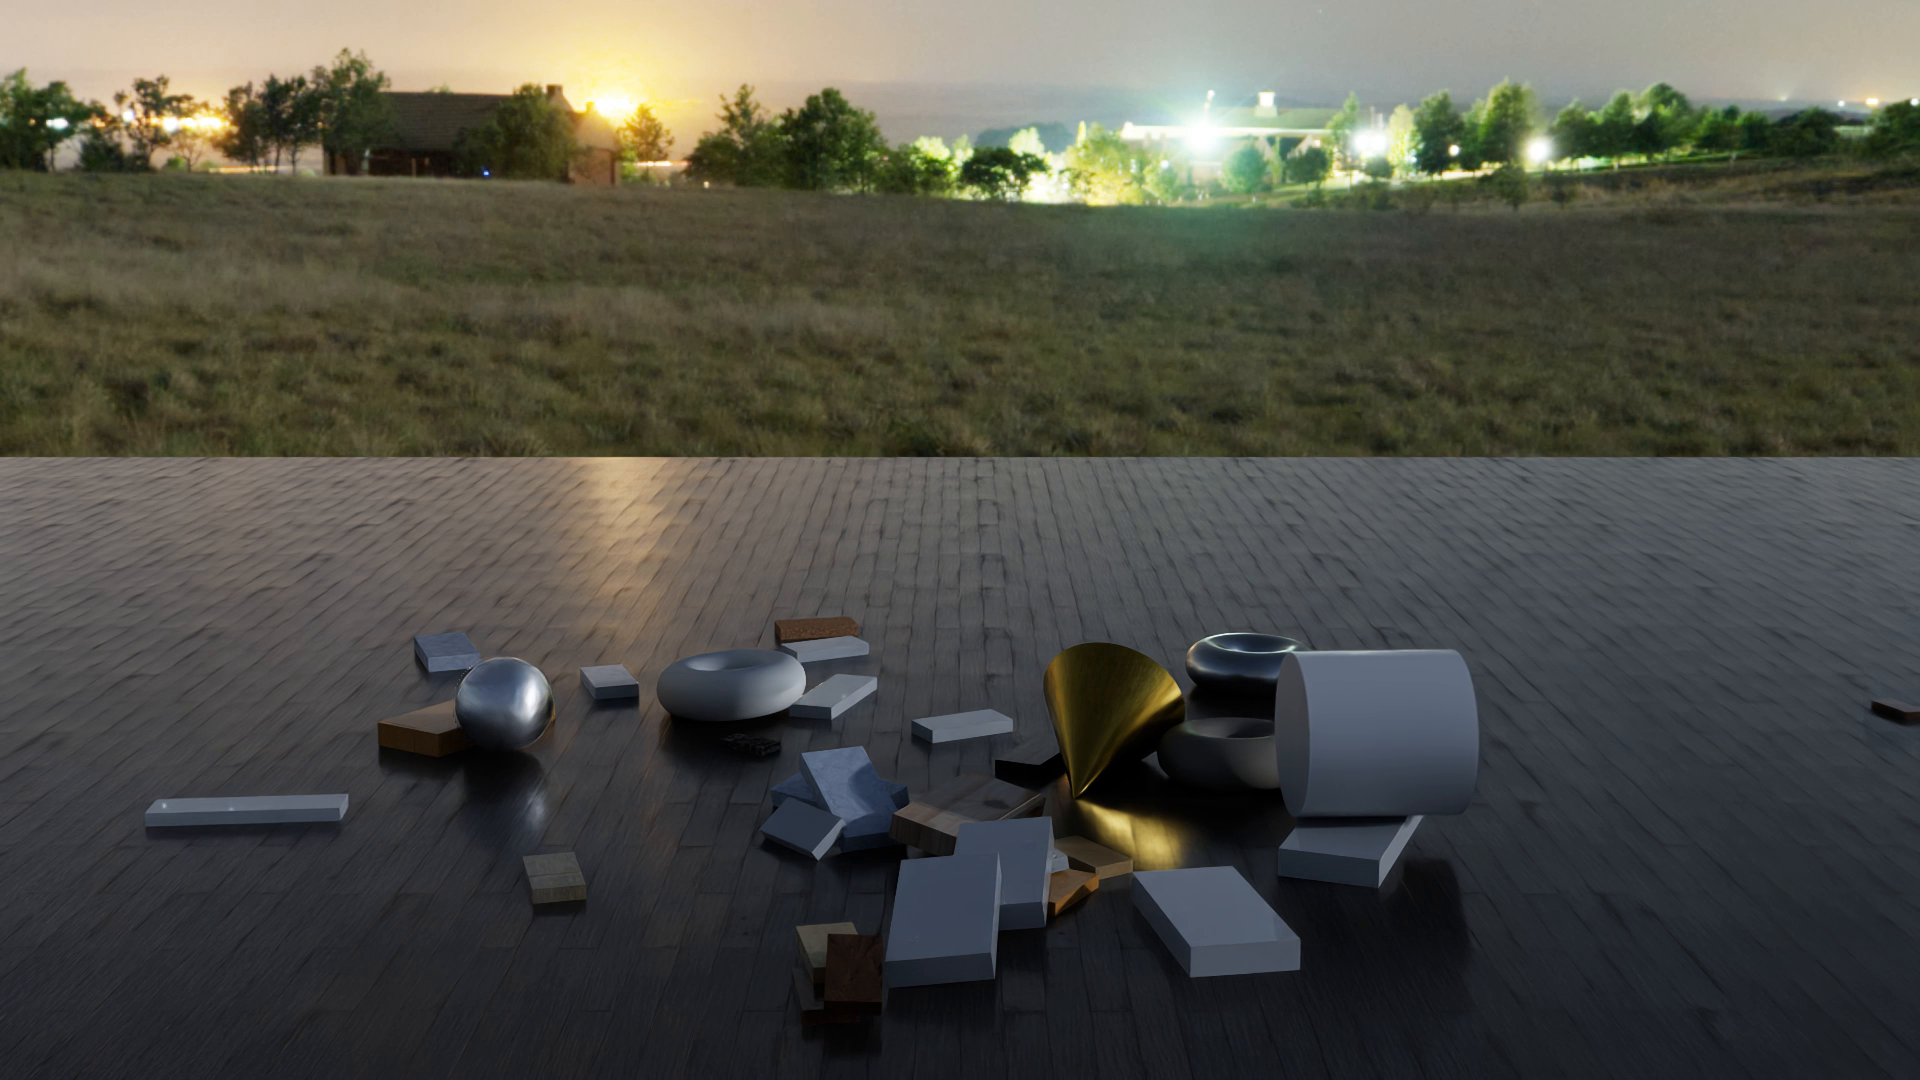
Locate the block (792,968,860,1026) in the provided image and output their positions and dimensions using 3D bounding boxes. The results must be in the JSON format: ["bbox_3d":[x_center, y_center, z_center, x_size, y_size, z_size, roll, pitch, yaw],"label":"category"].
[{"bbox_3d":[-0.197,0.663,3.210,0.082,0.023,0.164,-2,11,-9],"label":"block"}]

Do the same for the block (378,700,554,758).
[{"bbox_3d":[-1.041,0.383,4.652,0.172,0.049,0.345,7,12,31],"label":"block"}]

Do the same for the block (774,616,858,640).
[{"bbox_3d":[-0.365,0.223,5.571,0.196,0.028,0.098,-3,11,-14],"label":"block"}]

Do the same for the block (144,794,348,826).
[{"bbox_3d":[-1.321,0.501,4.080,0.349,0.025,0.088,-1,11,-6],"label":"block"}]

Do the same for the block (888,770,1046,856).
[{"bbox_3d":[0.017,0.497,3.955,0.158,0.045,0.316,17,16,23],"label":"block"}]

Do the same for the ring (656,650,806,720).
[{"bbox_3d":[-0.501,0.317,4.822,0.328,0.109,0.328,-4,9,1],"label":"ring"}]

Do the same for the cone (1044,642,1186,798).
[{"bbox_3d":[0.262,0.407,4.295,0.294,0.294,0.294,4,38,20],"label":"cone"}]

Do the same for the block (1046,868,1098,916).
[{"bbox_3d":[0.159,0.582,3.649,0.080,0.023,0.160,6,12,29],"label":"block"}]

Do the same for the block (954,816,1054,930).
[{"bbox_3d":[0.067,0.548,3.616,0.158,0.045,0.316,-5,17,7],"label":"block"}]

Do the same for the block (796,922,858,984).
[{"bbox_3d":[-0.191,0.620,3.310,0.088,0.025,0.176,-2,11,-12],"label":"block"}]

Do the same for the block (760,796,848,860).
[{"bbox_3d":[-0.279,0.512,3.907,0.164,0.023,0.082,13,53,50],"label":"block"}]

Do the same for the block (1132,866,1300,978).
[{"bbox_3d":[0.399,0.600,3.482,0.172,0.049,0.345,-2,11,-10],"label":"block"}]

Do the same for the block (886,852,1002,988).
[{"bbox_3d":[-0.022,0.583,3.398,0.158,0.045,0.316,-6,19,5],"label":"block"}]

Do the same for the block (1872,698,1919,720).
[{"bbox_3d":[2.056,0.369,4.814,0.054,0.015,0.109,-3,11,-17],"label":"block"}]

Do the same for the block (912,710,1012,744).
[{"bbox_3d":[0.005,0.393,4.654,0.192,0.027,0.096,-6,12,-28],"label":"block"}]

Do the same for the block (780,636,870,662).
[{"bbox_3d":[-0.328,0.265,5.344,0.192,0.027,0.096,-6,12,-28],"label":"block"}]

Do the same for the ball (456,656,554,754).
[{"bbox_3d":[-0.930,0.337,4.494,0.197,0.197,0.197,0,11,0],"label":"ball"}]

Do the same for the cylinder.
[{"bbox_3d":[0.737,0.344,3.921,0.294,0.294,0.294,-1,11,-3],"label":"cylinder"}]

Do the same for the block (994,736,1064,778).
[{"bbox_3d":[0.154,0.436,4.424,0.096,0.027,0.192,5,12,25],"label":"block"}]

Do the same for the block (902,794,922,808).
[{"bbox_3d":[-0.082,0.496,4.131,0.115,0.016,0.058,6,12,28],"label":"block"}]

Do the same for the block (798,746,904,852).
[{"bbox_3d":[-0.195,0.467,3.984,0.121,0.034,0.242,-5,35,-24],"label":"block"}]

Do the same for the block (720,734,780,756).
[{"bbox_3d":[-0.433,0.421,4.533,0.115,0.016,0.058,7,13,35],"label":"block"}]

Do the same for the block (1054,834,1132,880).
[{"bbox_3d":[0.219,0.551,3.818,0.080,0.023,0.160,-7,13,-33],"label":"block"}]

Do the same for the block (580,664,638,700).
[{"bbox_3d":[-0.803,0.324,5.027,0.098,0.028,0.196,-4,11,-19],"label":"block"}]

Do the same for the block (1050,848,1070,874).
[{"bbox_3d":[0.122,0.545,3.766,0.080,0.023,0.160,-12,7,-15],"label":"block"}]

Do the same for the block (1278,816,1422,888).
[{"bbox_3d":[0.720,0.511,3.961,0.172,0.049,0.522,4,11,21],"label":"block"}]

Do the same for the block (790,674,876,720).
[{"bbox_3d":[-0.280,0.348,4.897,0.098,0.028,0.284,3,11,18],"label":"block"}]

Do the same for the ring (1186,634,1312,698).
[{"bbox_3d":[0.669,0.286,5.034,0.306,0.102,0.306,1,10,0],"label":"ring"}]

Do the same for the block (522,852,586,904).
[{"bbox_3d":[-0.686,0.569,3.712,0.088,0.025,0.175,-3,11,-16],"label":"block"}]

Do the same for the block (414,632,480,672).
[{"bbox_3d":[-1.238,0.269,5.302,0.121,0.034,0.242,-4,11,-21],"label":"block"}]

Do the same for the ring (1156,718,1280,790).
[{"bbox_3d":[0.539,0.419,4.311,0.307,0.102,0.307,0,7,0],"label":"ring"}]

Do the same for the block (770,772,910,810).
[{"bbox_3d":[-0.225,0.477,4.106,0.242,0.034,0.121,9,26,41],"label":"block"}]

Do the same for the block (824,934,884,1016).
[{"bbox_3d":[-0.154,0.629,3.187,0.082,0.023,0.164,2,24,-2],"label":"block"}]
